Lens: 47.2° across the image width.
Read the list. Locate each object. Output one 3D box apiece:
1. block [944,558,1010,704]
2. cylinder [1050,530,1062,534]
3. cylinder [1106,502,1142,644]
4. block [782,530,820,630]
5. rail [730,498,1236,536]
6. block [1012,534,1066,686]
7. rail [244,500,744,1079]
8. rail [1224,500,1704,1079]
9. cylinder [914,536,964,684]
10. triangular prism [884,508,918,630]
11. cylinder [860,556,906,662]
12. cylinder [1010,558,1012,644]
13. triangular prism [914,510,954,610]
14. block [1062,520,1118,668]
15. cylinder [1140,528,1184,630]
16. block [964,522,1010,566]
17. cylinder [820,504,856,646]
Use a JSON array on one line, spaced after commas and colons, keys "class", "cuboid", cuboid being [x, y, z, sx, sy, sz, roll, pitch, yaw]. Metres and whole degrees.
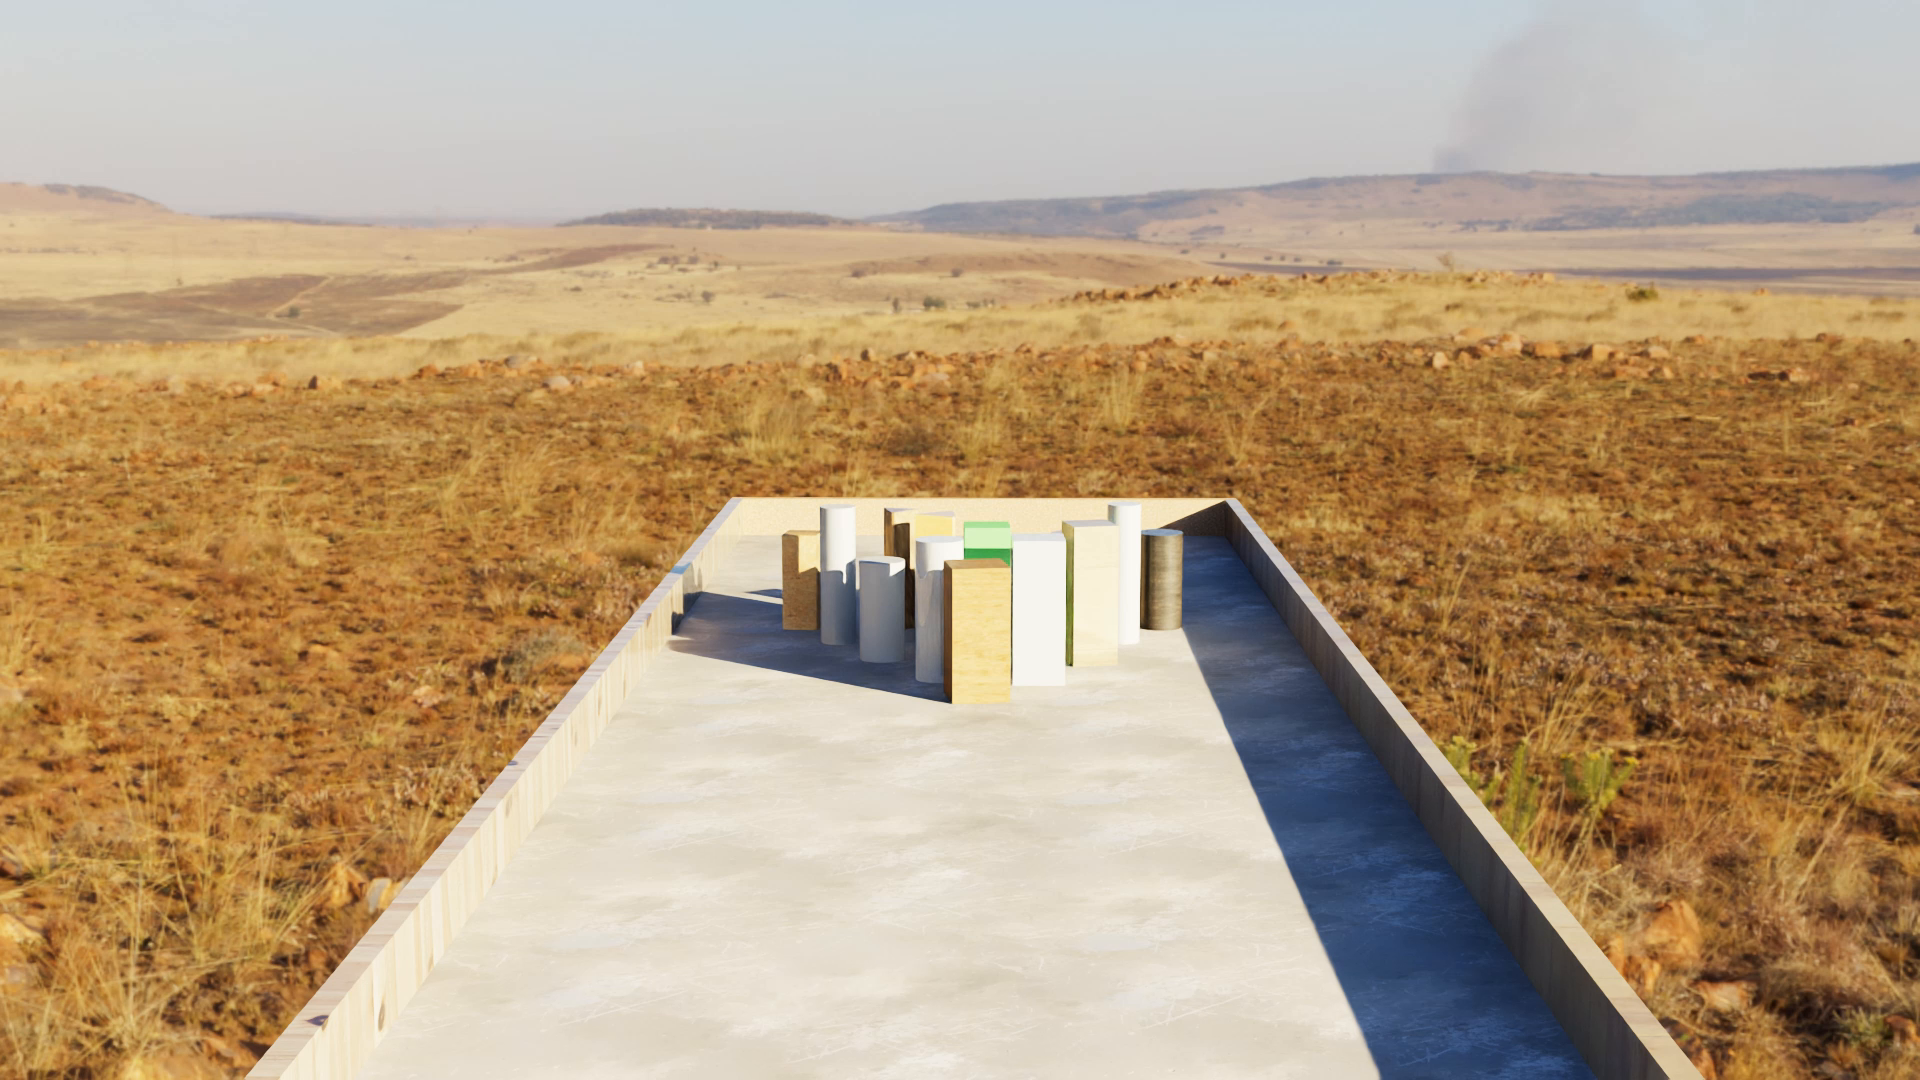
[{"class": "block", "cuboid": [0.047, 0.255, 6.183, 0.163, 0.381, 0.163, -1, 9, -9]}, {"class": "cylinder", "cuboid": [0.376, 0.129, 7.222, 0.159, 0.306, 0.159, 0, 9, 0]}, {"class": "cylinder", "cuboid": [0.516, 0.103, 6.950, 0.107, 0.440, 0.107, 0, 9, 0]}, {"class": "block", "cuboid": [-0.513, 0.130, 7.193, 0.114, 0.312, 0.114, 1, 9, 8]}, {"class": "rail", "cuboid": [0.099, -0.098, 9.147, 2.100, 0.150, 0.050, 0, 9, 1]}, {"class": "block", "cuboid": [0.227, 0.201, 6.395, 0.151, 0.422, 0.151, 0, 9, -1]}, {"class": "rail", "cuboid": [-1.004, 0.839, 3.234, 0.050, 0.150, 12.000, 0, 9, 1]}, {"class": "rail", "cuboid": [1.046, 0.843, 3.208, 0.050, 0.150, 12.000, 0, 9, 1]}, {"class": "cylinder", "cuboid": [-0.060, 0.201, 6.420, 0.142, 0.413, 0.142, 0, 9, 0]}, {"class": "triangular prism", "cuboid": [-0.211, 0.093, 7.177, 0.100, 0.391, 0.116, 9, 12, 44]}, {"class": "cylinder", "cuboid": [-0.237, 0.211, 6.707, 0.140, 0.304, 0.140, 0, 9, 0]}, {"class": "cylinder", "cuboid": [0.234, 0.164, 6.919, 0.148, 0.331, 0.148, 0, 9, 0]}, {"class": "triangular prism", "cuboid": [-0.052, 0.116, 6.977, 0.140, 0.407, 0.121, 5, 10, 27]}, {"class": "block", "cuboid": [0.391, 0.159, 6.649, 0.138, 0.424, 0.138, -2, 9, -13]}, {"class": "cylinder", "cuboid": [0.654, 0.129, 7.196, 0.148, 0.312, 0.148, 0, 9, 0]}, {"class": "block", "cuboid": [0.081, 0.160, 6.660, 0.138, 0.418, 0.138, 0, 9, -1]}, {"class": "cylinder", "cuboid": [-0.385, 0.108, 6.944, 0.113, 0.433, 0.113, 0, 9, 0]}]
